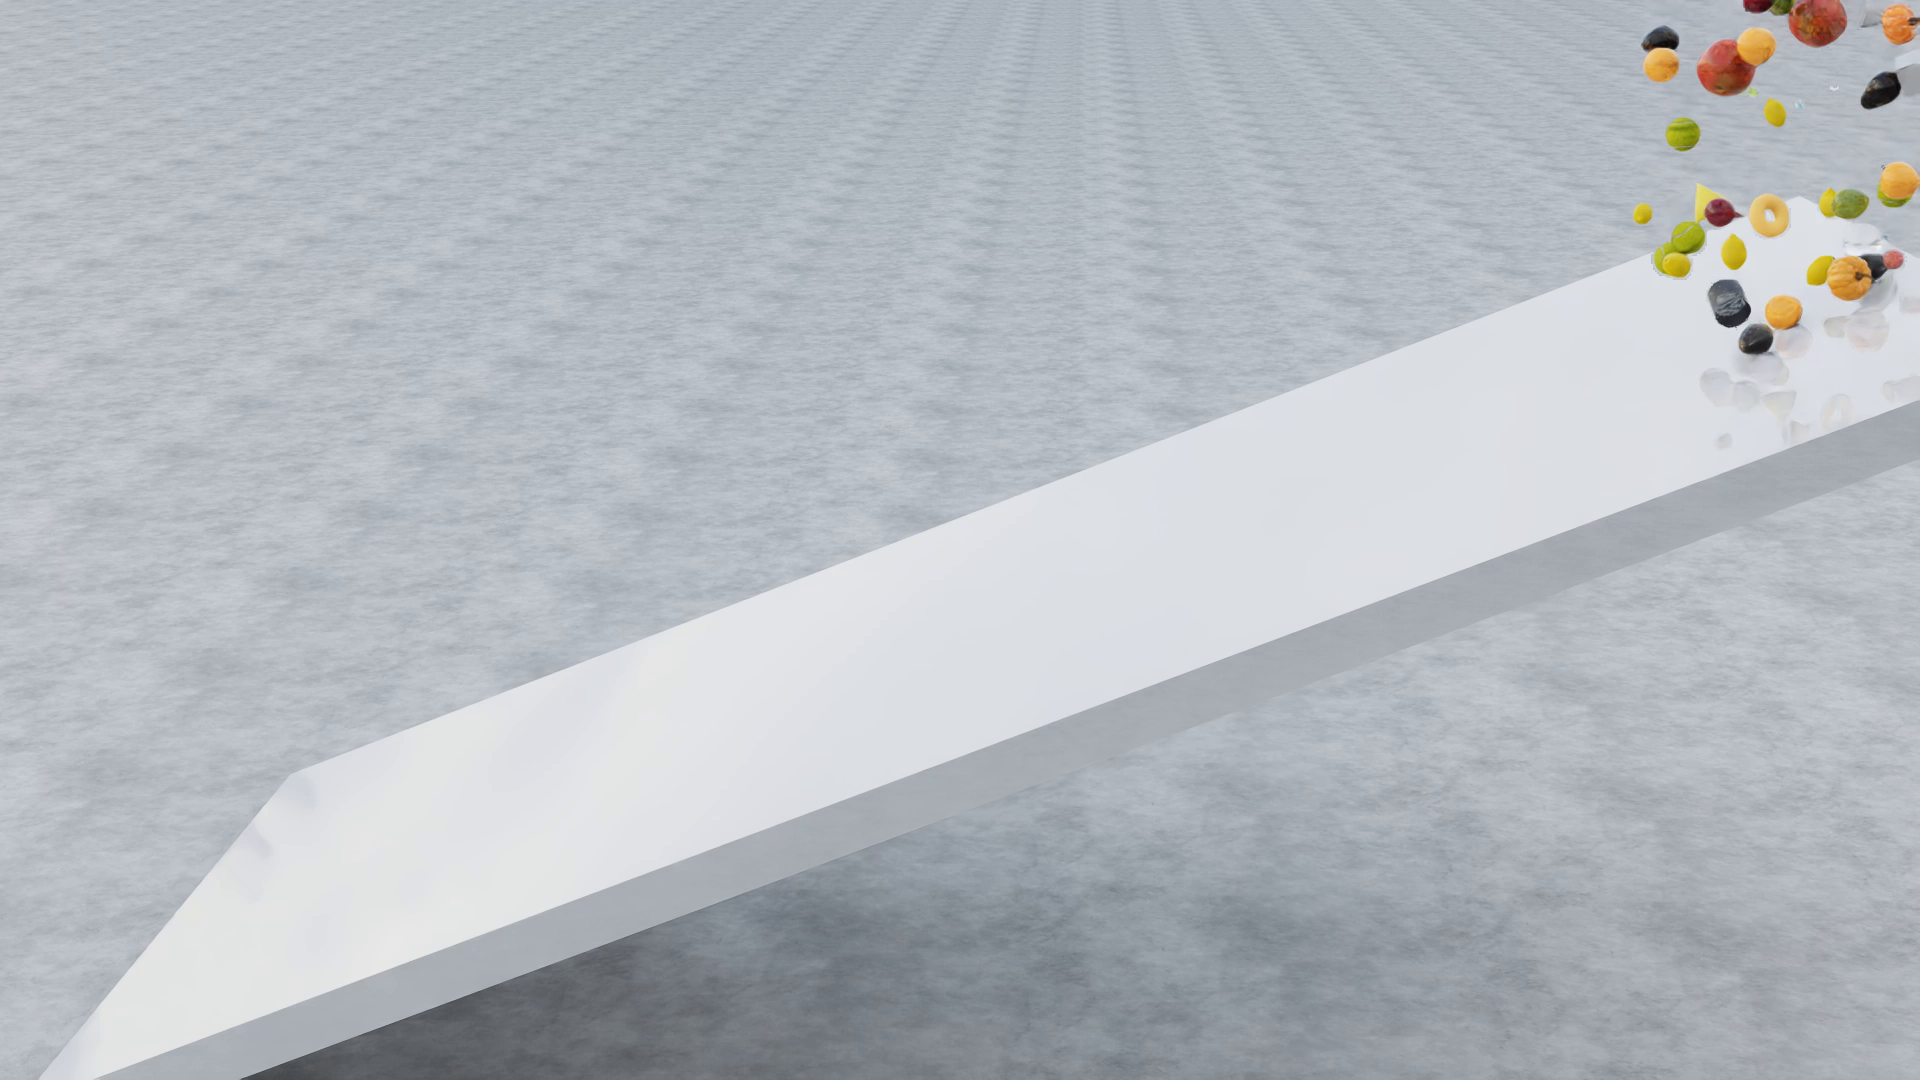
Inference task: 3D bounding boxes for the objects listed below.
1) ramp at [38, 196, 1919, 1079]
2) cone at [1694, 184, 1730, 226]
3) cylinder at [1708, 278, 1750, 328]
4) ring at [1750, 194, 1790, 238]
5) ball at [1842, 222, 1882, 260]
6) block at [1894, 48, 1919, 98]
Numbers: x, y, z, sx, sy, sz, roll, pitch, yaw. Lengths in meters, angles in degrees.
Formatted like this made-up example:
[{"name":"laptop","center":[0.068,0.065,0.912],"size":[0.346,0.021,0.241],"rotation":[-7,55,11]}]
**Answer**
[{"name":"ramp","center":[0.124,0.173,6.290],"size":[4.000,0.100,2.000],"rotation":[-21,12,7]},{"name":"cone","center":[1.563,-0.696,6.180],"size":[0.079,0.079,0.079],"rotation":[24,17,-8]},{"name":"cylinder","center":[1.575,-0.485,6.022],"size":[0.072,0.072,0.072],"rotation":[0,38,-2]},{"name":"ring","center":[1.620,-0.649,5.887],"size":[0.088,0.088,0.029],"rotation":[-5,-6,-19]},{"name":"ball","center":[1.889,-0.625,6.157],"size":[0.079,0.079,0.079],"rotation":[0,14,0]},{"name":"block","center":[1.834,-0.898,5.641],"size":[0.061,0.061,0.061],"rotation":[-18,26,28]}]
